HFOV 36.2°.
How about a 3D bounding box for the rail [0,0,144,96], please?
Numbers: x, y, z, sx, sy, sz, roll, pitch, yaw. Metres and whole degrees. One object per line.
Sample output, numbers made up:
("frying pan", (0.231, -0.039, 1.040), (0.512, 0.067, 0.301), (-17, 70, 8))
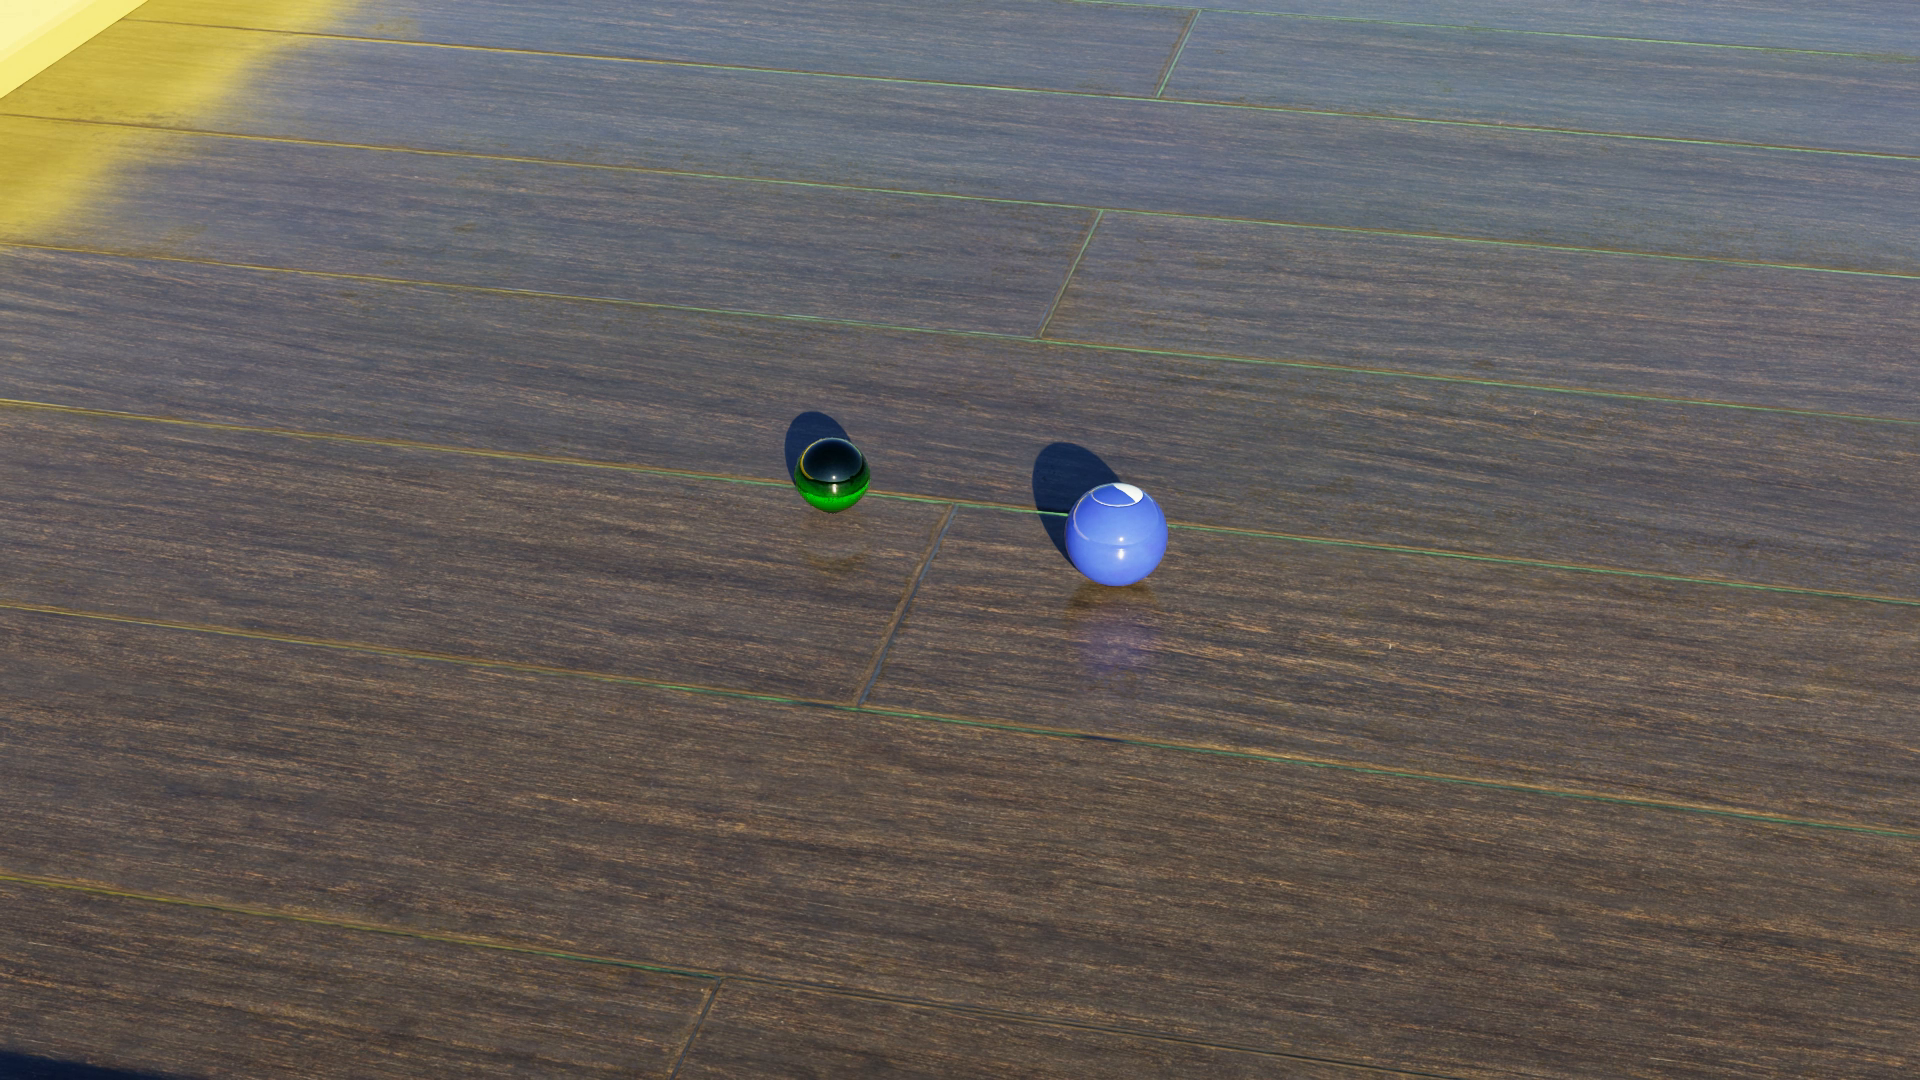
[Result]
("rail", (-0.737, -0.529, 2.642), (0.045, 0.118, 3.463), (6, 29, 11))

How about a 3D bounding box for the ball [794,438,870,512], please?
("ball", (-0.079, -0.040, 1.813), (0.046, 0.046, 0.046), (0, 28, 0))

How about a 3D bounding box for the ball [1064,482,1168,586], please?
("ball", (0.092, -0.003, 1.728), (0.061, 0.061, 0.061), (0, 28, 0))
